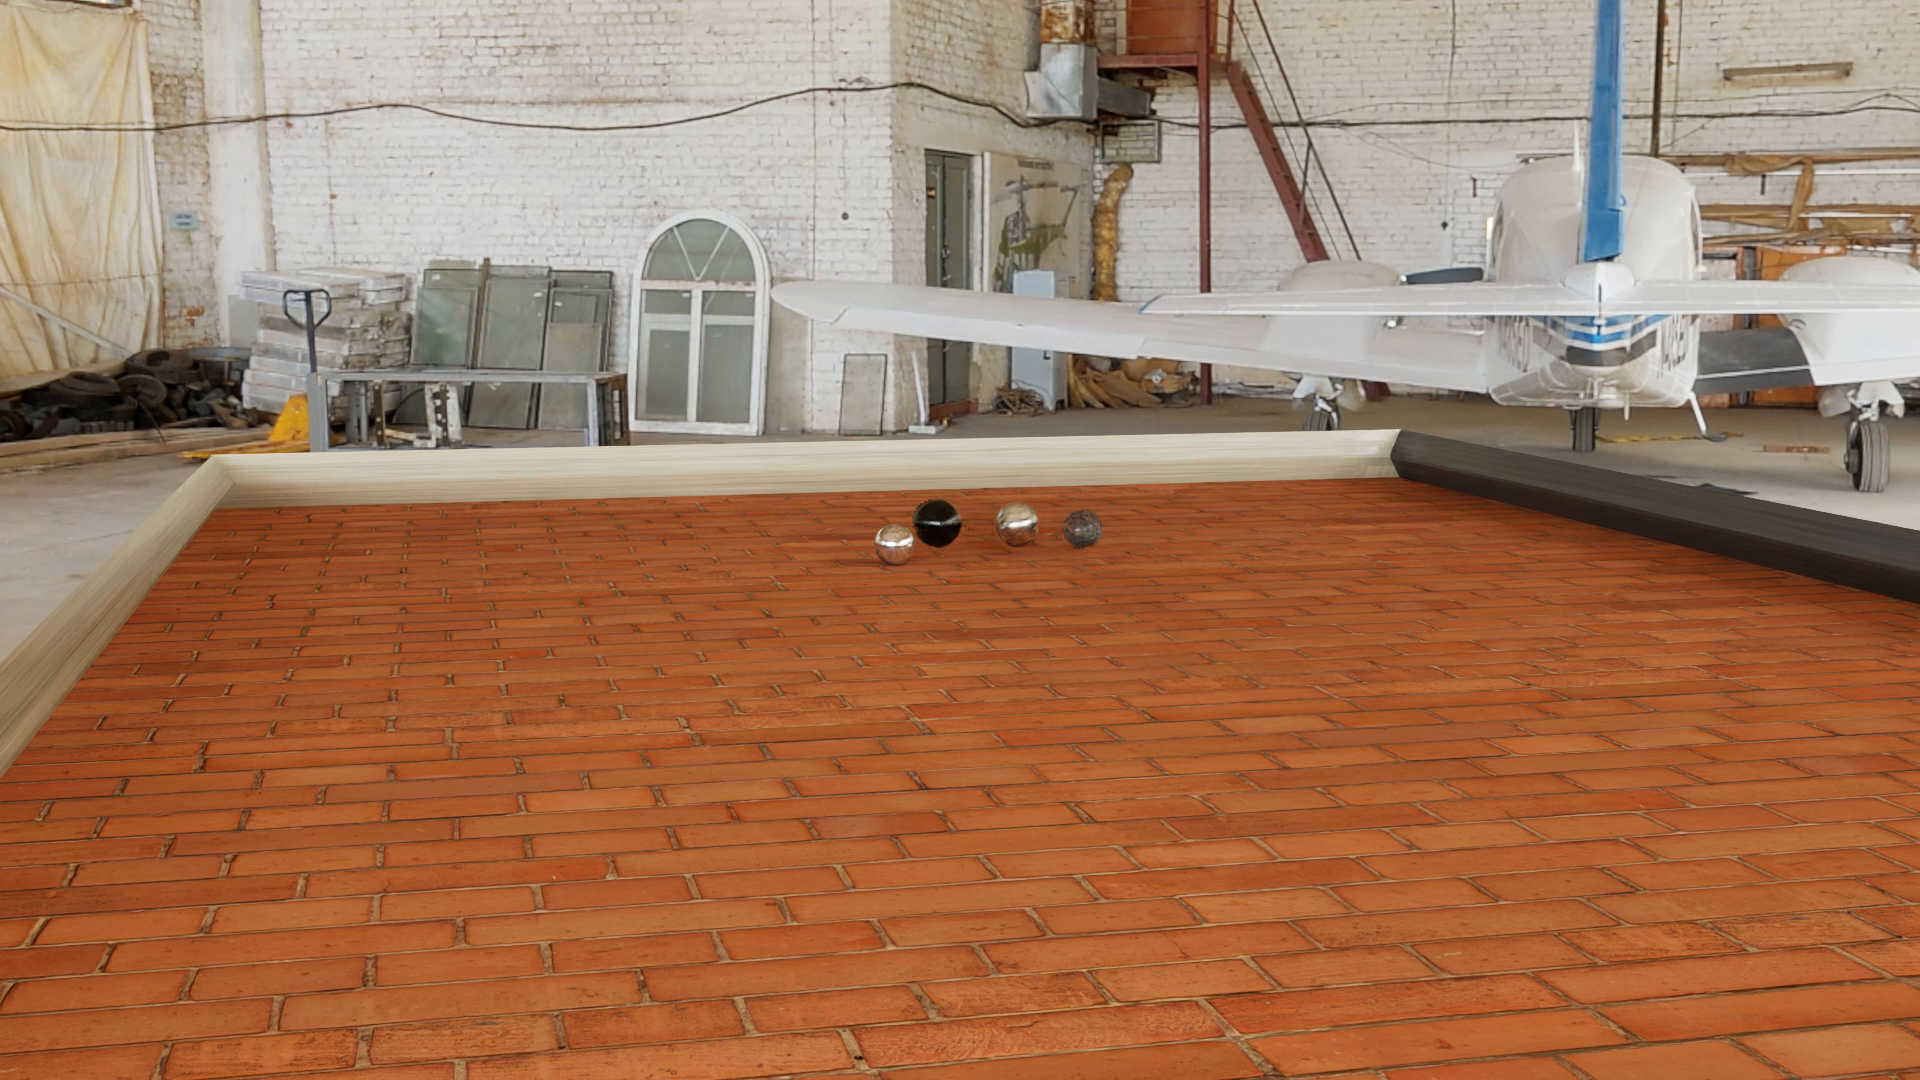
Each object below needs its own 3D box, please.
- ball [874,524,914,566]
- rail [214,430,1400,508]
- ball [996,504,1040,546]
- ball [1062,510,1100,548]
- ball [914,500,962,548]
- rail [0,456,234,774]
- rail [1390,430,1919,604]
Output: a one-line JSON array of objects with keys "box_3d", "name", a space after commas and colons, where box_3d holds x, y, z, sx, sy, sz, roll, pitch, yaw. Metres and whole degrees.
[{"box_3d": [-0.106, 0.008, 3.574, 0.067, 0.067, 0.067, 0, 8, 0], "name": "ball"}, {"box_3d": [-0.238, -0.151, 4.589, 2.520, 0.105, 0.045, -2, 8, -13], "name": "rail"}, {"box_3d": [0.099, -0.026, 3.792, 0.075, 0.075, 0.075, 0, 8, 0], "name": "ball"}, {"box_3d": [0.208, -0.018, 3.768, 0.065, 0.065, 0.065, 0, 8, 0], "name": "ball"}, {"box_3d": [-0.038, -0.028, 3.780, 0.081, 0.081, 0.081, 0, 8, 0], "name": "ball"}, {"box_3d": [-0.959, 0.160, 2.303, 0.045, 0.105, 4.203, -2, 8, -13], "name": "rail"}, {"box_3d": [1.446, 0.083, 2.871, 0.045, 0.105, 4.203, -2, 8, -13], "name": "rail"}]
